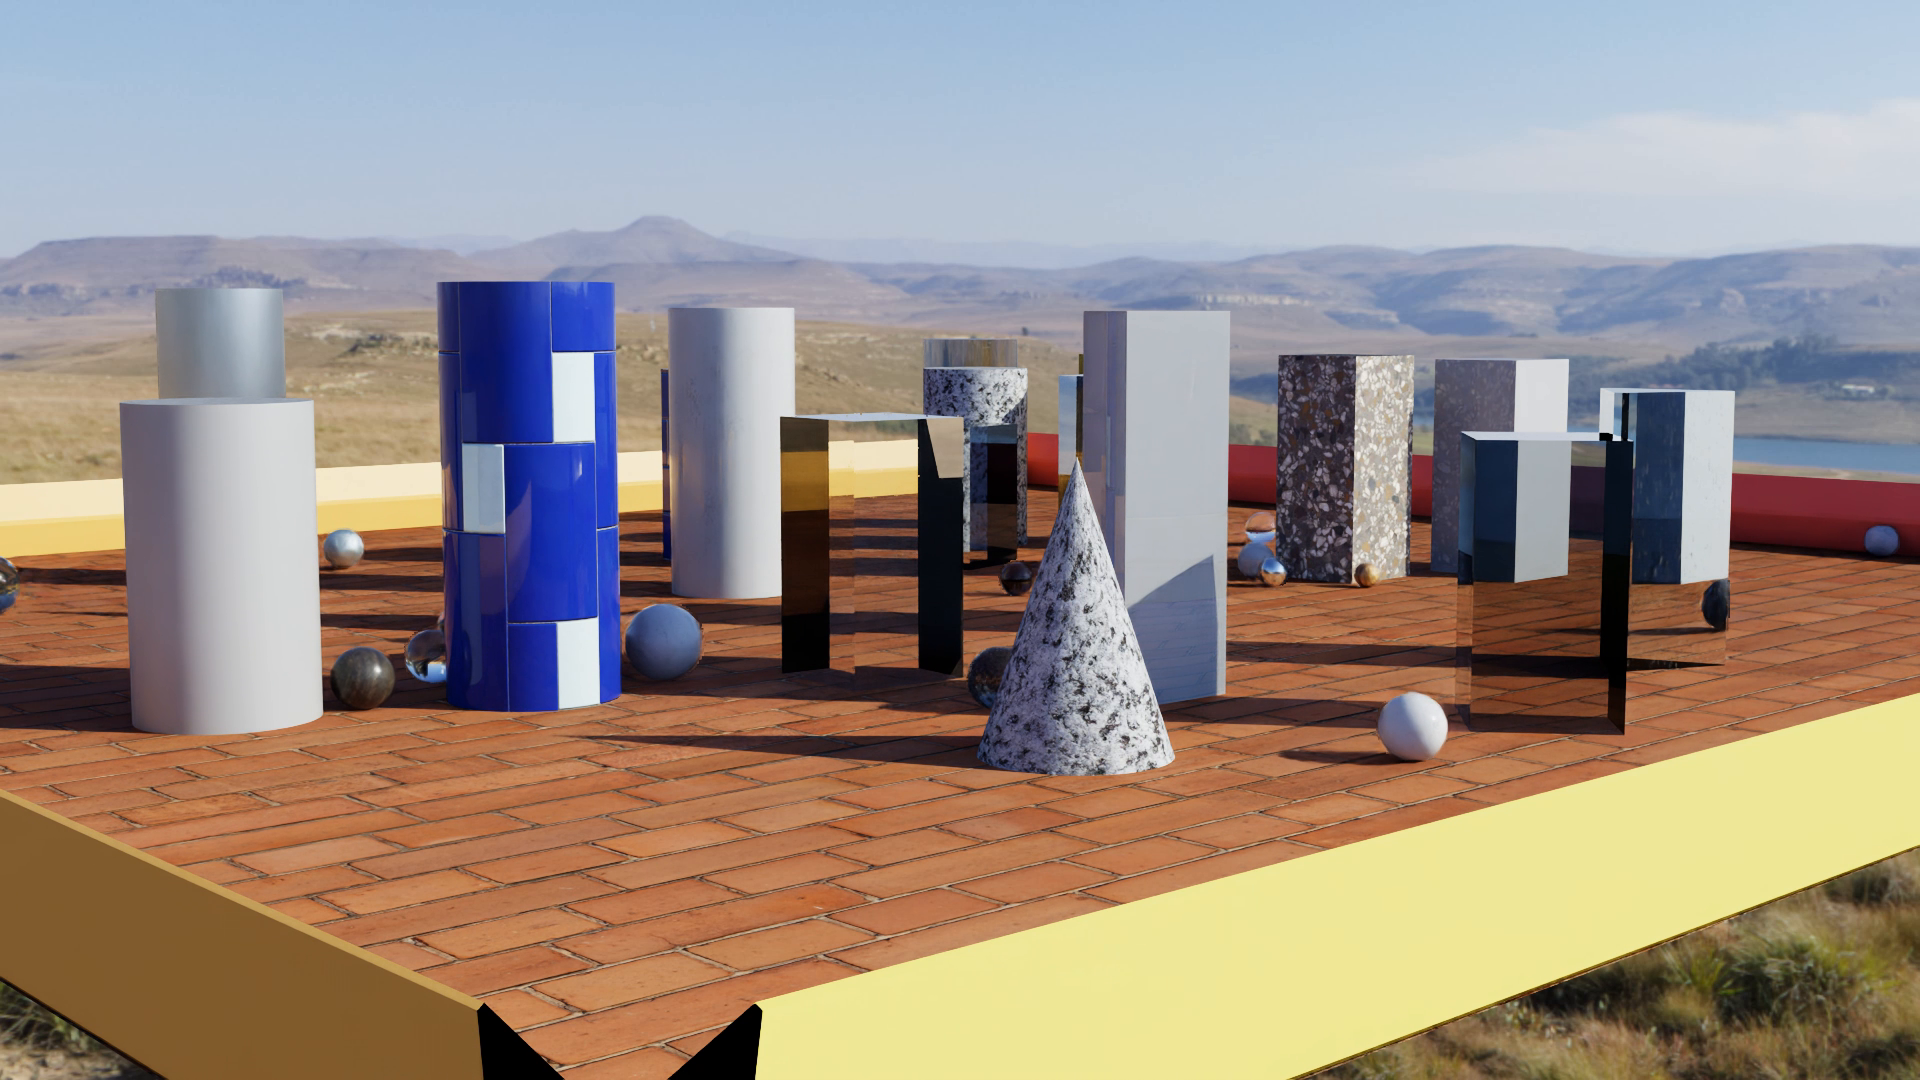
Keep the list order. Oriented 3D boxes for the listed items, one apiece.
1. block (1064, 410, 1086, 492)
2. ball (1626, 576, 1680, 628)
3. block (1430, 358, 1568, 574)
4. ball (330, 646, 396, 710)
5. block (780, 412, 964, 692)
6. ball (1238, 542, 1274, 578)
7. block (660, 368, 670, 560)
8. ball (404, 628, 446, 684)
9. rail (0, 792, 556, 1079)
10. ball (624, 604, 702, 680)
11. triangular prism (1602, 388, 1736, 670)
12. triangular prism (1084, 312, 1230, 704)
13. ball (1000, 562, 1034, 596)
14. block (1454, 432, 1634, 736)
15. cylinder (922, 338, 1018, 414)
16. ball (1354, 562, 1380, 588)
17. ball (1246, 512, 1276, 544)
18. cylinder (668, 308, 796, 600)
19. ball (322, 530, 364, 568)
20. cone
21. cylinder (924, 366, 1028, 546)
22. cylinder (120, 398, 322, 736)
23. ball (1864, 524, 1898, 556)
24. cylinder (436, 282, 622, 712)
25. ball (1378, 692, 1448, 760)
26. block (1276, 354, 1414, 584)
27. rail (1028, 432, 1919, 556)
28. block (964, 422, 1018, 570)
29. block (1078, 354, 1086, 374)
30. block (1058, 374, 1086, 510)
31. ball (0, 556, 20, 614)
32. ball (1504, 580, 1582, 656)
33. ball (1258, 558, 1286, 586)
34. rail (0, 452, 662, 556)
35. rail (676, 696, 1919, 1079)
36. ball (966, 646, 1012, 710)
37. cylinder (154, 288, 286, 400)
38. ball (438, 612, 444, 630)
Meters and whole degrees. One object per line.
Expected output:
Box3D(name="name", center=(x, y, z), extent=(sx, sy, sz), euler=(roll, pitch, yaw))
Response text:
Box3D(name="block", center=(0.288, -0.084, 3.776), extent=(0.160, 0.274, 0.160), euler=(-3, 7, -30))
Box3D(name="ball", center=(0.976, 0.087, 3.098), extent=(0.073, 0.073, 0.073), euler=(0, 6, 0))
Box3D(name="block", center=(0.922, -0.127, 3.761), extent=(0.160, 0.363, 0.160), euler=(-6, 8, -43))
Box3D(name="ball", center=(-0.669, 0.154, 2.465), extent=(0.071, 0.071, 0.071), euler=(0, 6, 0))
Box3D(name="block", center=(-0.108, 0.009, 2.678), extent=(0.160, 0.317, 0.160), euler=(-4, 7, -37))
Box3D(name="ball", center=(0.493, 0.034, 3.668), extent=(0.062, 0.062, 0.062), euler=(0, 6, 0))
Box3D(name="block", center=(-0.422, -0.133, 3.919), extent=(0.160, 0.342, 0.160), euler=(-4, 7, -36))
Box3D(name="ball", center=(-0.633, 0.139, 2.640), extent=(0.065, 0.065, 0.065), euler=(0, 6, 0))
Box3D(name="rail", center=(-1.266, 0.155, 2.169), extent=(0.045, 0.130, 3.315), euler=(-5, 8, -42))
Box3D(name="ball", center=(-0.358, 0.123, 2.658), extent=(0.093, 0.093, 0.093), euler=(0, 6, 0))
Box3D(name="triangular prism", center=(0.860, -0.018, 2.802), extent=(0.173, 0.345, 0.150), euler=(-2, 6, -19))
Box3D(name="triangular prism", center=(0.196, -0.042, 2.550), extent=(0.173, 0.444, 0.150), euler=(-5, 8, -40))
Box3D(name="ball", center=(0.089, 0.061, 3.448), extent=(0.053, 0.053, 0.053), euler=(0, 6, 0))
Box3D(name="block", center=(0.630, 0.042, 2.387), extent=(0.160, 0.310, 0.160), euler=(1, 6, 7))
Box3D(name="cylinder", center=(0.021, -0.228, 4.621), extent=(0.199, 0.386, 0.199), euler=(0, 6, 0))
Box3D(name="ball", center=(0.657, 0.057, 3.551), extent=(0.040, 0.040, 0.040), euler=(0, 6, 0))
Box3D(name="ball", center=(0.577, -0.022, 4.203), extent=(0.062, 0.062, 0.062), euler=(0, 6, 0))
Box3D(name="cylinder", center=(-0.360, -0.142, 3.486), extent=(0.199, 0.449, 0.199), euler=(0, 6, 0))
Box3D(name="ball", center=(-1.070, 0.015, 3.816), extent=(0.068, 0.068, 0.068), euler=(0, 6, 0))
Box3D(name="cone", center=(0.116, 0.067, 2.198), extent=(0.199, 0.301, 0.199), euler=(0, 6, 0))
Box3D(name="cylinder", center=(0.029, -0.161, 4.215), extent=(0.199, 0.336, 0.199), euler=(0, 6, 0))
Box3D(name="cylinder", center=(-0.803, 0.022, 2.397), extent=(0.199, 0.348, 0.199), euler=(0, 6, 0))
Box3D(name="ball", center=(1.676, 0.001, 4.003), extent=(0.059, 0.059, 0.059), euler=(0, 6, 0))
Box3D(name="cylinder", center=(-0.493, -0.056, 2.524), extent=(0.199, 0.477, 0.199), euler=(0, 6, 0))
Box3D(name="ball", center=(0.449, 0.185, 2.184), extent=(0.068, 0.068, 0.068), euler=(0, 6, 0))
Box3D(name="block", center=(0.646, -0.124, 3.693), extent=(0.160, 0.371, 0.160), euler=(-6, 8, -43))
Box3D(name="rail", center=(1.266, -0.087, 4.494), extent=(0.045, 0.130, 3.315), euler=(-5, 8, -42))
Box3D(name="block", center=(-0.008, -0.081, 3.885), extent=(0.160, 0.246, 0.160), euler=(4, 7, 32))
Box3D(name="block", center=(0.334, -0.172, 4.193), extent=(0.160, 0.363, 0.160), euler=(-3, 7, -26))
Box3D(name="block", center=(0.250, -0.056, 3.118), extent=(0.160, 0.354, 0.160), euler=(4, 7, 36))
Box3D(name="ball", center=(-1.418, 0.066, 3.196), extent=(0.096, 0.096, 0.096), euler=(0, 6, 0))
Box3D(name="ball", center=(0.754, 0.102, 2.840), extent=(0.098, 0.098, 0.098), euler=(0, 6, 0))
Box3D(name="ball", center=(0.507, 0.051, 3.568), extent=(0.047, 0.047, 0.047), euler=(0, 6, 0))
Box3D(name="rail", center=(-1.108, -0.091, 4.526), extent=(3.494, 0.130, 0.045), euler=(-5, 8, -42))
Box3D(name="rail", center=(1.108, 0.158, 2.138), extent=(3.494, 0.130, 0.045), euler=(-5, 8, -42))
Box3D(name="ball", center=(0.044, 0.155, 2.461), extent=(0.072, 0.072, 0.072), euler=(0, 6, 0))
Box3D(name="cylinder", center=(-1.213, -0.172, 3.624), extent=(0.199, 0.480, 0.199), euler=(0, 6, 0))
Box3D(name="ball", center=(-0.677, 0.114, 2.954), extent=(0.050, 0.050, 0.050), euler=(0, 6, 0))
